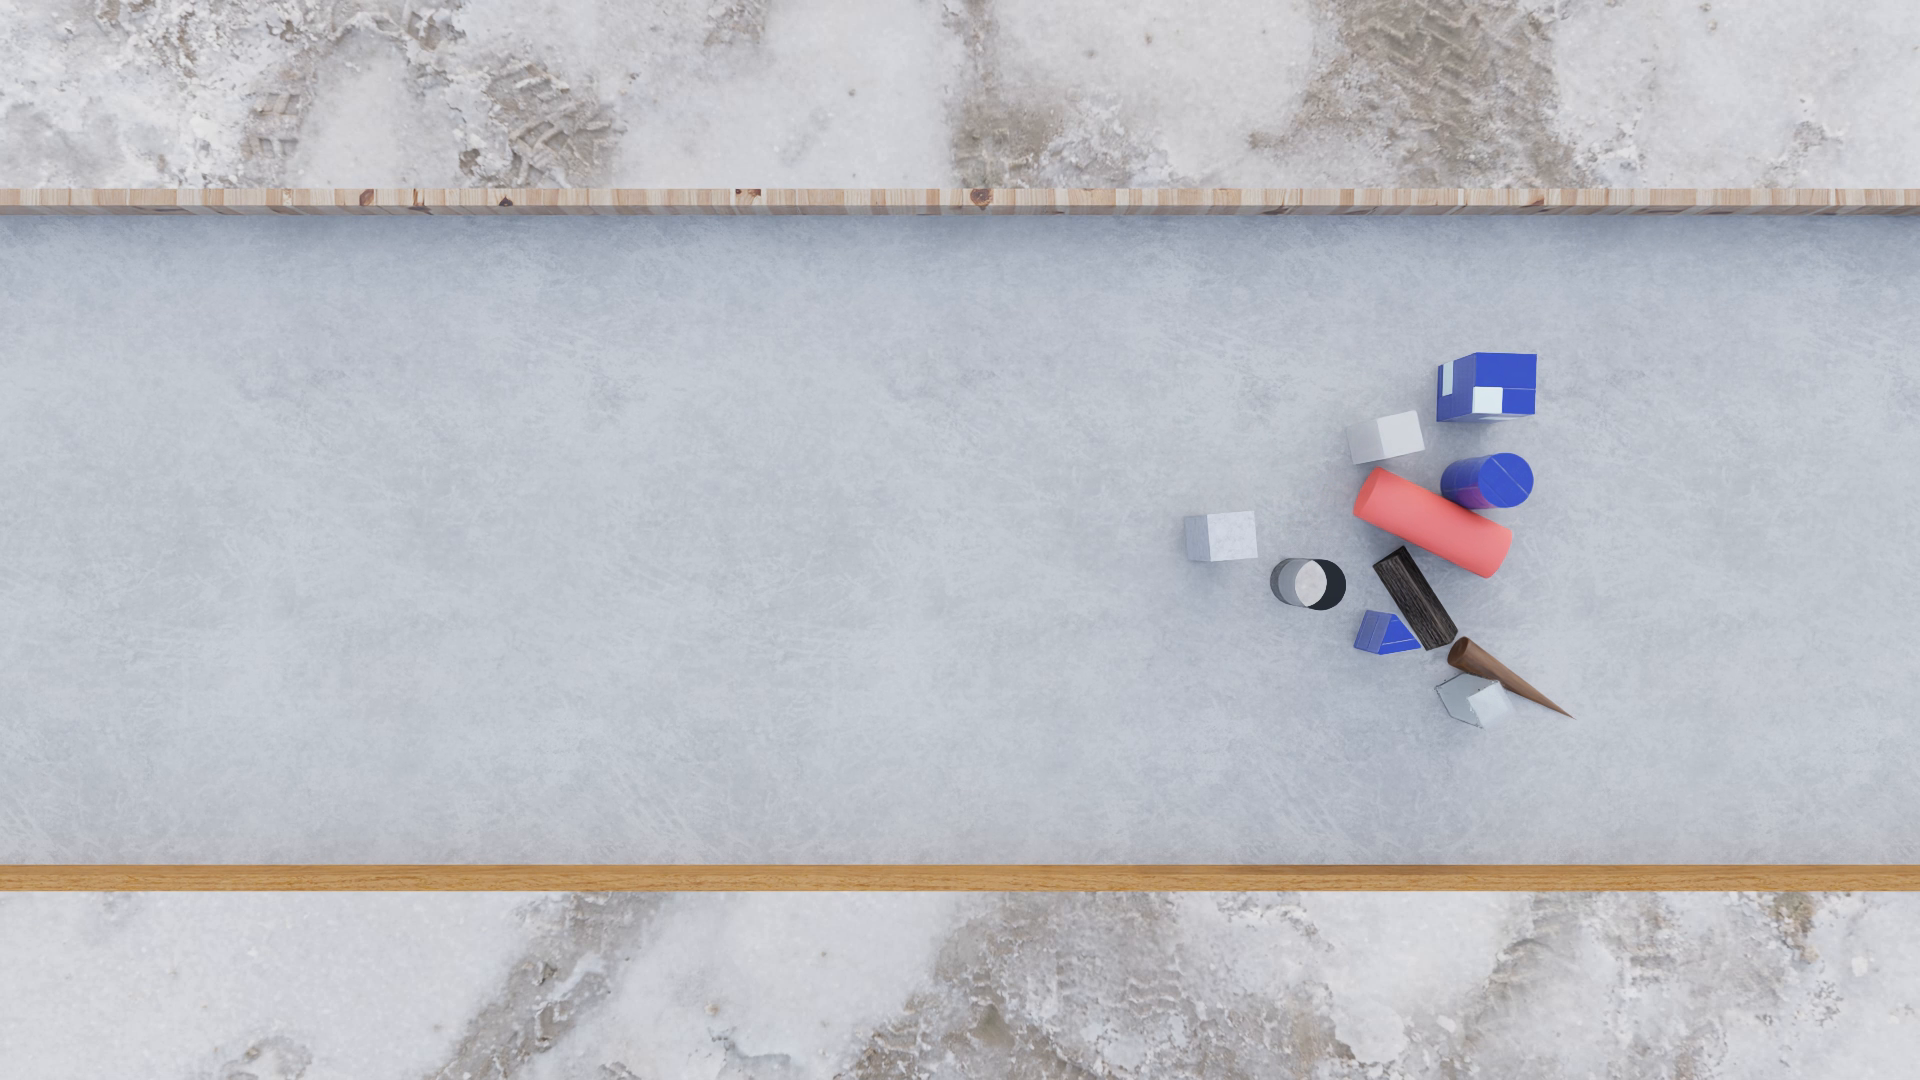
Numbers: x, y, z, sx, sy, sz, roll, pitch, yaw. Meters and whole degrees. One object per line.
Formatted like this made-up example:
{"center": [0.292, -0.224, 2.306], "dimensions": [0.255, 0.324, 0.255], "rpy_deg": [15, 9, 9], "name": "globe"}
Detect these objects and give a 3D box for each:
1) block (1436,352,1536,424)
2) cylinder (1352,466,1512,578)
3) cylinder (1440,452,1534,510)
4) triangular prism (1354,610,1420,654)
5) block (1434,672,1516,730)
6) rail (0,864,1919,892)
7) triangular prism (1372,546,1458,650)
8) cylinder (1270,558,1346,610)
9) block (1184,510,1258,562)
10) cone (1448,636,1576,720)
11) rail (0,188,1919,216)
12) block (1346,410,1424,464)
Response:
{"center": [1.555, -0.447, 4.888], "dimensions": [0.172, 0.378, 0.172], "rpy_deg": [2, 90, 0], "name": "block"}
{"center": [1.429, -0.052, 4.994], "dimensions": [0.441, 0.165, 0.165], "rpy_deg": [26, 90, 0], "name": "cylinder"}
{"center": [1.557, -0.170, 4.890], "dimensions": [0.158, 0.372, 0.158], "rpy_deg": [0, 90, 0], "name": "cylinder"}
{"center": [1.263, 0.267, 4.922], "dimensions": [0.123, 0.309, 0.107], "rpy_deg": [-10, 90, 0], "name": "triangular prism"}
{"center": [1.530, 0.475, 4.910], "dimensions": [0.103, 0.332, 0.103], "rpy_deg": [-29, 90, 0], "name": "block"}
{"center": [-2.247, 1.025, 5.001], "dimensions": [12.000, 0.150, 0.050], "rpy_deg": [0, 90, 0], "name": "rail"}
{"center": [1.399, 0.180, 5.024], "dimensions": [0.114, 0.099, 0.311], "rpy_deg": [-33, 90, 0], "name": "triangular prism"}
{"center": [1.028, 0.128, 4.888], "dimensions": [0.147, 0.378, 0.147], "rpy_deg": [0, 90, 0], "name": "cylinder"}
{"center": [0.763, -0.011, 4.847], "dimensions": [0.132, 0.460, 0.132], "rpy_deg": [-5, 90, 0], "name": "block"}
{"center": [1.708, 0.446, 5.051], "dimensions": [0.442, 0.101, 0.101], "rpy_deg": [30, 90, -7], "name": "cone"}
{"center": [-2.247, -1.025, 5.002], "dimensions": [12.000, 0.150, 0.050], "rpy_deg": [0, 90, 0], "name": "rail"}
{"center": [1.255, -0.301, 4.888], "dimensions": [0.116, 0.377, 0.116], "rpy_deg": [-13, 90, 0], "name": "block"}
